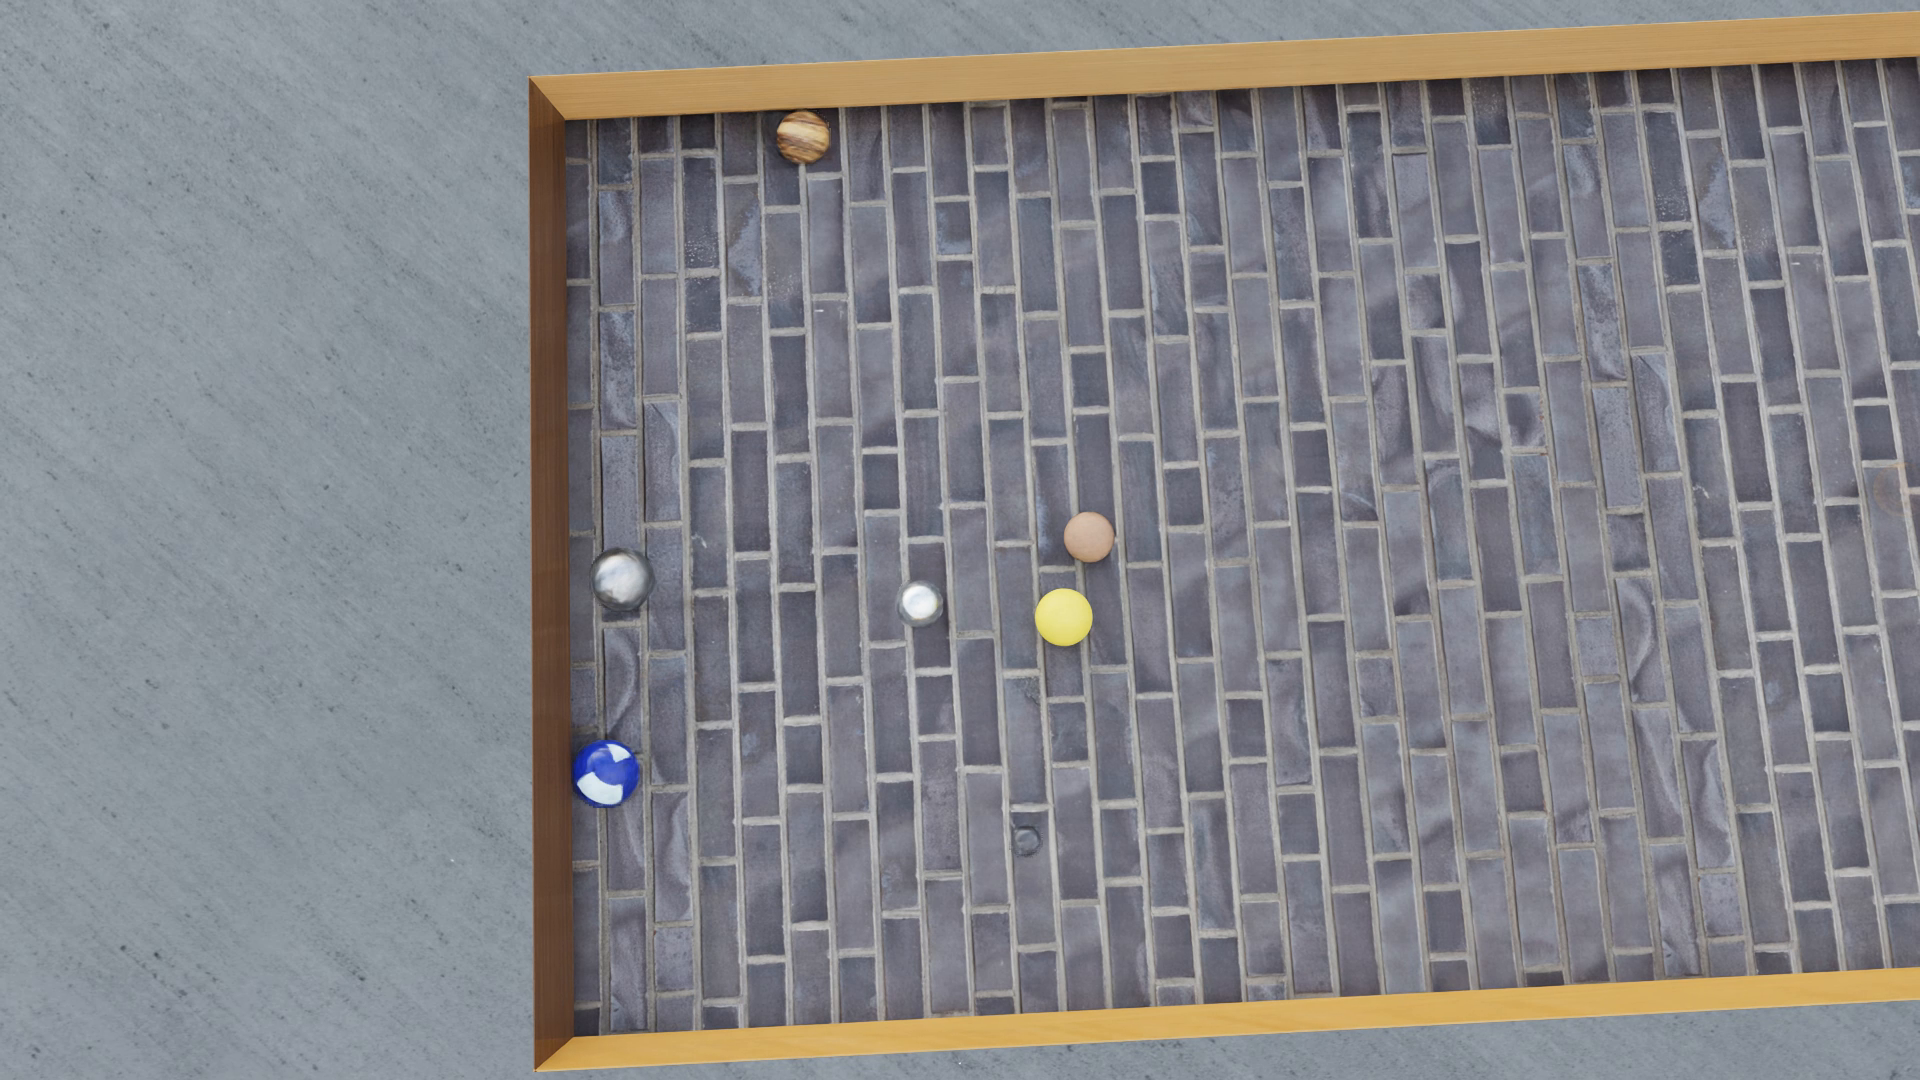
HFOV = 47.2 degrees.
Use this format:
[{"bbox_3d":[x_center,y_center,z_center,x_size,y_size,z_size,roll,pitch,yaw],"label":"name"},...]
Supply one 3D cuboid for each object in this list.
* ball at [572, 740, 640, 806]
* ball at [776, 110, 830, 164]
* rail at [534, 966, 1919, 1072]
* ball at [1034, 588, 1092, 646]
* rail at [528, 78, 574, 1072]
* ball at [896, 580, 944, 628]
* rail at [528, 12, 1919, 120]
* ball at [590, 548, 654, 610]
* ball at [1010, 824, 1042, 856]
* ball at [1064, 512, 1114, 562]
[{"bbox_3d":[-0.520,0.342,3.228,0.098,0.098,0.098,0,77,0],"label":"ball"},{"bbox_3d":[-0.248,-0.635,3.468,0.084,0.084,0.084,0,77,0],"label":"ball"},{"bbox_3d":[0.667,0.668,3.134,2.525,0.128,0.045,-3,77,-1],"label":"rail"},{"bbox_3d":[0.155,0.116,3.288,0.086,0.086,0.086,0,77,0],"label":"ball"},{"bbox_3d":[-0.607,0.024,3.288,0.045,0.128,1.499,-3,77,-1],"label":"rail"},{"bbox_3d":[-0.060,0.096,3.301,0.071,0.071,0.071,0,77,0],"label":"ball"},{"bbox_3d":[0.593,-0.742,3.470,2.525,0.128,0.045,-3,77,-1],"label":"rail"},{"bbox_3d":[-0.506,0.059,3.297,0.095,0.095,0.095,0,77,0],"label":"ball"},{"bbox_3d":[0.097,0.442,3.231,0.046,0.046,0.046,0,77,0],"label":"ball"},{"bbox_3d":[0.195,-0.004,3.321,0.078,0.078,0.078,0,77,0],"label":"ball"}]
